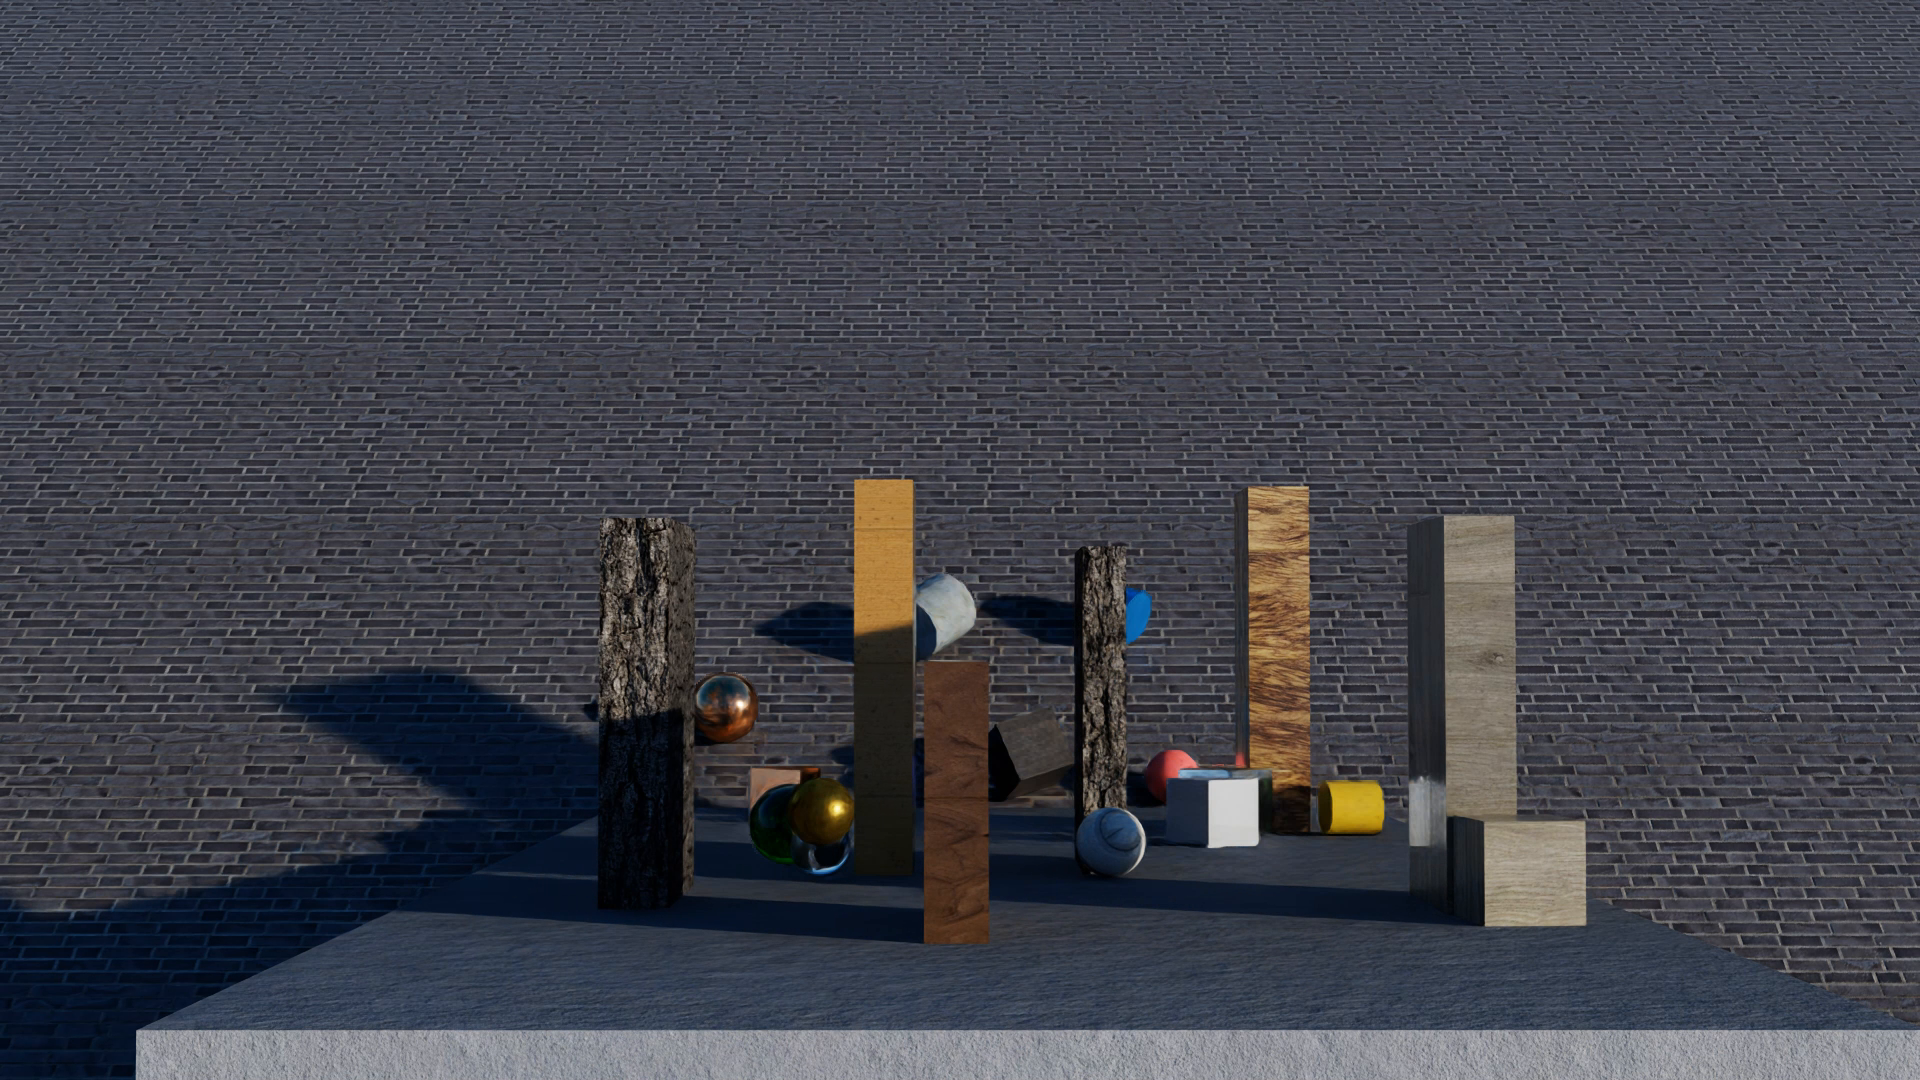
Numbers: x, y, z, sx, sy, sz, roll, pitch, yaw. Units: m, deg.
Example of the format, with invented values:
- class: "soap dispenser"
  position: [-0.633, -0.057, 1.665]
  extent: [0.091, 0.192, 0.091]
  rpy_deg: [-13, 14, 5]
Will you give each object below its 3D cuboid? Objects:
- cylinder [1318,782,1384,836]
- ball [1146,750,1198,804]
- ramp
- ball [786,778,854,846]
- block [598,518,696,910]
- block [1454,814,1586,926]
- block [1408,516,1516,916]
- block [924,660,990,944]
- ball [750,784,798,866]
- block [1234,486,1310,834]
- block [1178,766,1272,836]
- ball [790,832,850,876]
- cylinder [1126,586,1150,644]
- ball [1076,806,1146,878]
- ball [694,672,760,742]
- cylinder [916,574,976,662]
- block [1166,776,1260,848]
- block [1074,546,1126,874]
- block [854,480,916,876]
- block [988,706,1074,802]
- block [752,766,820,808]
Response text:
- class: "cylinder"
  position: [0.887, 0.609, 5.905]
  extent: [0.120, 0.120, 0.120]
  rpy_deg: [1, 36, -8]
- class: "ball"
  position: [0.573, 0.638, 7.006]
  extent: [0.147, 0.147, 0.147]
  rpy_deg: [0, 36, 0]
- class: "ramp"
  position: [0.080, 0.679, 4.900]
  extent: [2.000, 0.100, 4.000]
  rpy_deg: [0, -2, 0]
- class: "ball"
  position: [-0.251, 0.488, 4.675]
  extent: [0.123, 0.123, 0.123]
  rpy_deg: [0, 36, 0]
- class: "block"
  position: [-0.534, 0.292, 4.463]
  extent: [0.114, 0.639, 0.420]
  rpy_deg: [0, -2, 0]
- class: "block"
  position: [0.874, 0.515, 4.069]
  extent: [0.160, 0.160, 0.160]
  rpy_deg: [0, -2, -6]
- class: "block"
  position: [0.833, 0.287, 4.334]
  extent: [0.113, 0.638, 0.345]
  rpy_deg: [0, -2, 0]
- class: "block"
  position: [-0.005, 0.389, 3.981]
  extent: [0.094, 0.405, 0.441]
  rpy_deg: [0, -2, 0]
- class: "ball"
  position: [-0.334, 0.558, 5.100]
  extent: [0.159, 0.159, 0.159]
  rpy_deg: [0, 36, 0]
- class: "block"
  position: [0.730, 0.280, 6.098]
  extent: [0.139, 0.795, 0.302]
  rpy_deg: [0, -2, 0]
- class: "block"
  position: [0.601, 0.594, 5.887]
  extent: [0.151, 0.151, 0.151]
  rpy_deg: [-2, -3, 42]
- class: "ball"
  position: [-0.262, 0.571, 4.861]
  extent: [0.114, 0.114, 0.114]
  rpy_deg: [0, 36, 0]
- class: "cylinder"
  position: [0.448, 0.203, 7.578]
  extent: [0.155, 0.155, 0.155]
  rpy_deg: [21, 41, 33]
- class: "ball"
  position: [0.280, 0.561, 4.831]
  extent: [0.130, 0.130, 0.130]
  rpy_deg: [0, 36, 0]
- class: "ball"
  position: [-0.653, 0.464, 7.203]
  extent: [0.192, 0.192, 0.192]
  rpy_deg: [0, 36, 0]
- class: "cylinder"
  position: [-0.087, 0.223, 7.489]
  extent: [0.192, 0.192, 0.192]
  rpy_deg: [23, 34, 28]
- class: "block"
  position: [0.547, 0.588, 5.636]
  extent: [0.142, 0.142, 0.142]
  rpy_deg: [2, -3, -35]
- class: "block"
  position: [0.273, 0.327, 5.077]
  extent: [0.083, 0.617, 0.340]
  rpy_deg: [0, -2, 0]
- class: "block"
  position: [-0.144, 0.263, 5.044]
  extent: [0.110, 0.742, 0.313]
  rpy_deg: [0, -2, 0]
- class: "block"
  position: [0.182, 0.577, 7.015]
  extent: [0.169, 0.169, 0.169]
  rpy_deg: [-16, 71, -22]
- class: "block"
  position: [-0.427, 0.625, 6.385]
  extent: [0.130, 0.130, 0.130]
  rpy_deg: [-1, -2, 18]
